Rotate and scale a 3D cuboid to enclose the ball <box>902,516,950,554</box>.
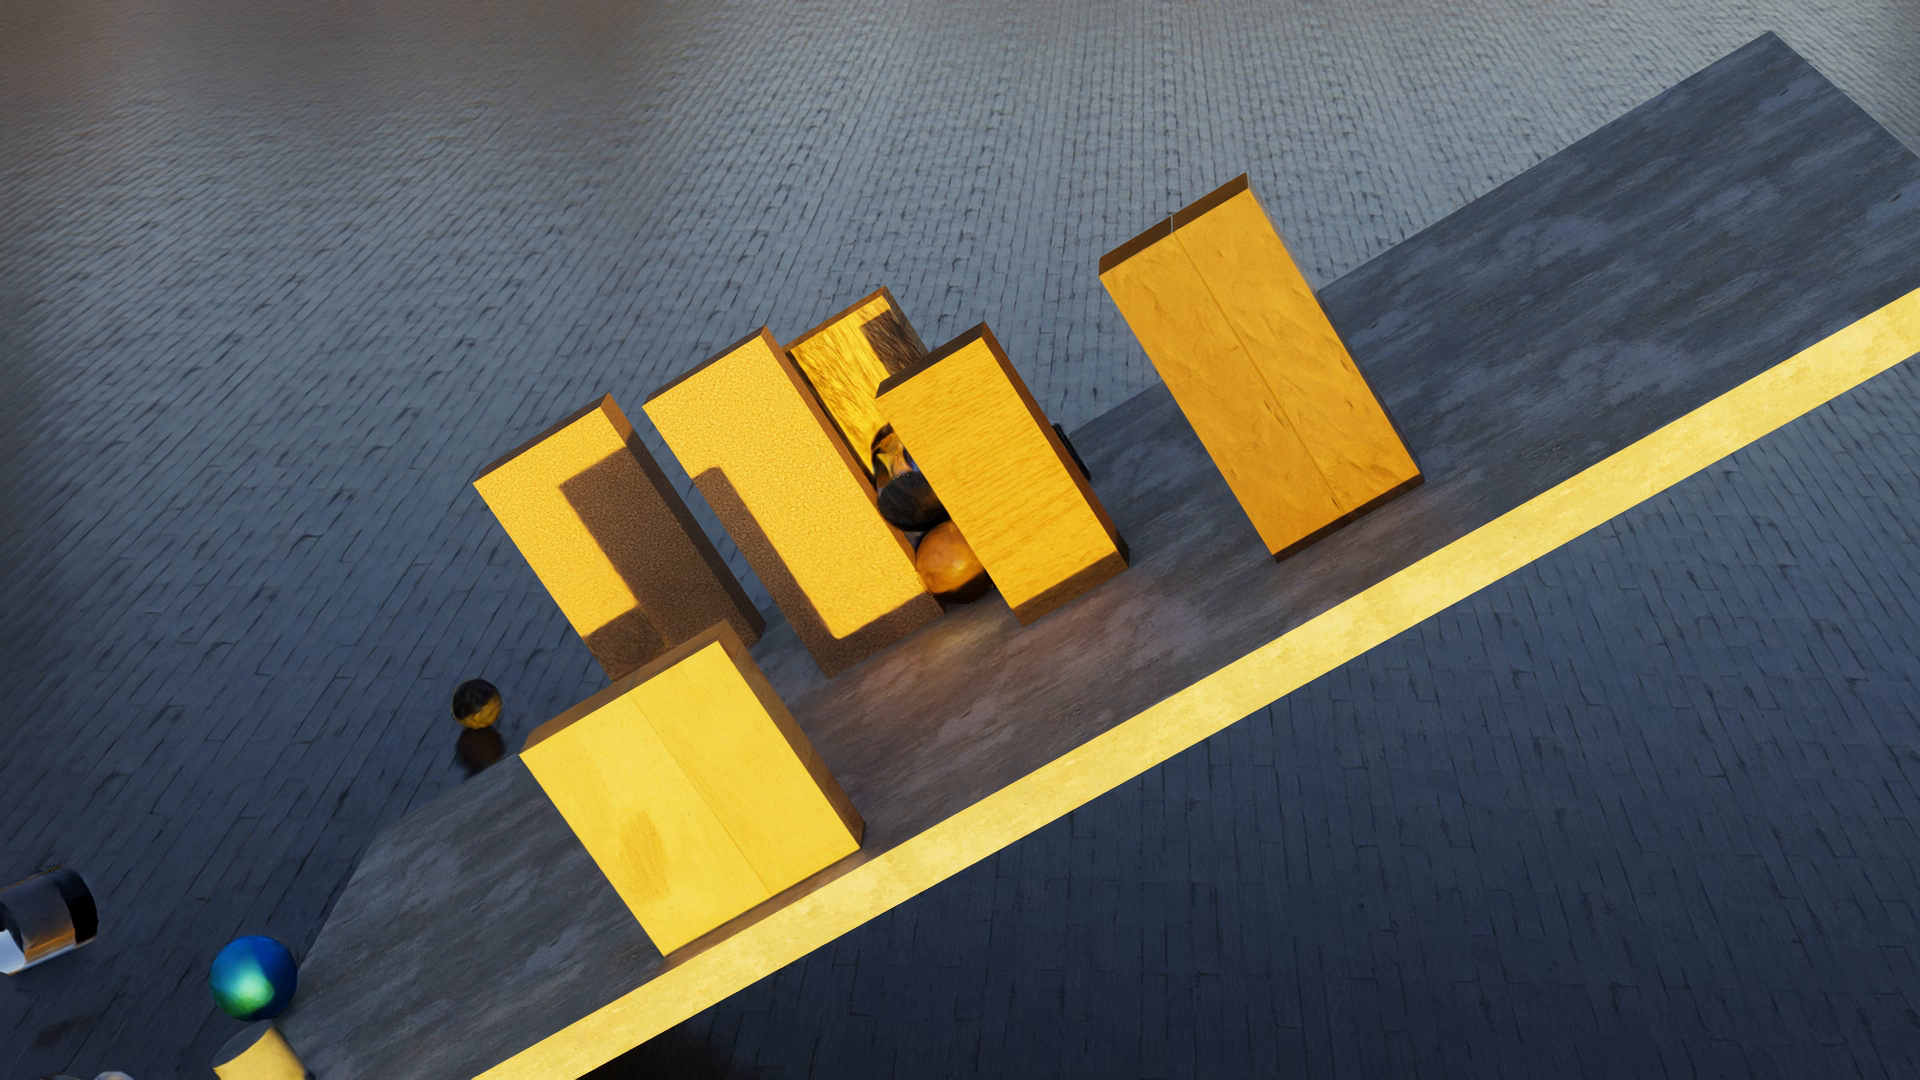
[{"bbox_3d":[-0.087,-0.022,6.578,0.140,0.140,0.140,0,20,0],"label":"ball"}]

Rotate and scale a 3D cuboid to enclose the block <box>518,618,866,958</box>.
[{"bbox_3d":[-0.497,0.469,5.517,0.445,0.486,0.112,-30,15,13],"label":"block"}]

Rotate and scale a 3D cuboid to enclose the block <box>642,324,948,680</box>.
[{"bbox_3d":[-0.358,-0.078,6.458,0.308,0.743,0.087,-30,15,13],"label":"block"}]

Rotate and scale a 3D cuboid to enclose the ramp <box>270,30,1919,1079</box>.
[{"bbox_3d":[0.141,0.169,6.290,4.000,0.100,2.000,-30,15,13],"label":"ramp"}]

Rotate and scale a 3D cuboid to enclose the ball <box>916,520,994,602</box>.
[{"bbox_3d":[-0.005,0.045,6.436,0.181,0.181,0.181,0,20,0],"label":"ball"}]

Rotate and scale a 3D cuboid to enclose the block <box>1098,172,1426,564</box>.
[{"bbox_3d":[0.563,-0.317,5.481,0.315,0.651,0.135,-30,15,13],"label":"block"}]

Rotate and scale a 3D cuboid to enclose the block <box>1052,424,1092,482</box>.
[{"bbox_3d":[0.175,-0.155,6.754,0.152,0.152,0.152,-40,16,-25],"label":"block"}]

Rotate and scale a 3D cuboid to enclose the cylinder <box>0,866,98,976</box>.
[{"bbox_3d":[-2.247,0.923,7.152,0.207,0.207,0.207,15,24,36],"label":"cylinder"}]

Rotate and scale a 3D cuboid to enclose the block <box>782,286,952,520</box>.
[{"bbox_3d":[-0.148,-0.209,6.636,0.353,0.641,0.088,-30,15,13],"label":"block"}]

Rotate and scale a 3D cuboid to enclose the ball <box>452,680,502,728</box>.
[{"bbox_3d":[-1.398,0.475,8.511,0.143,0.143,0.143,0,20,0],"label":"ball"}]

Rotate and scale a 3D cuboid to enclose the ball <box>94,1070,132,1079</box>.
[{"bbox_3d":[-1.861,1.222,6.456,0.113,0.113,0.113,0,20,0],"label":"ball"}]

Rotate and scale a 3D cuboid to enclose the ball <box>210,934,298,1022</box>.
[{"bbox_3d":[-1.613,1.001,6.717,0.197,0.197,0.197,0,20,0],"label":"ball"}]

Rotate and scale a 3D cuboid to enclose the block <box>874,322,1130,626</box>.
[{"bbox_3d":[0.090,-0.133,6.035,0.254,0.573,0.124,-30,15,13],"label":"block"}]

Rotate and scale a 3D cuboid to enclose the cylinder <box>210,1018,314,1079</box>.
[{"bbox_3d":[-1.455,1.107,6.136,0.153,0.153,0.153,-31,15,9],"label":"cylinder"}]

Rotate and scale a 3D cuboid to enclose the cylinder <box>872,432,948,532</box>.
[{"bbox_3d":[-0.105,-0.131,6.473,0.163,0.163,0.163,-2,36,-6],"label":"cylinder"}]

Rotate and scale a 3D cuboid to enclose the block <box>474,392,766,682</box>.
[{"bbox_3d":[-0.824,0.034,7.167,0.372,0.695,0.124,-30,15,13],"label":"block"}]

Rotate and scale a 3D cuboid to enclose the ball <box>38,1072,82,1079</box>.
[{"bbox_3d":[-1.937,1.236,6.317,0.181,0.181,0.181,0,20,0],"label":"ball"}]
